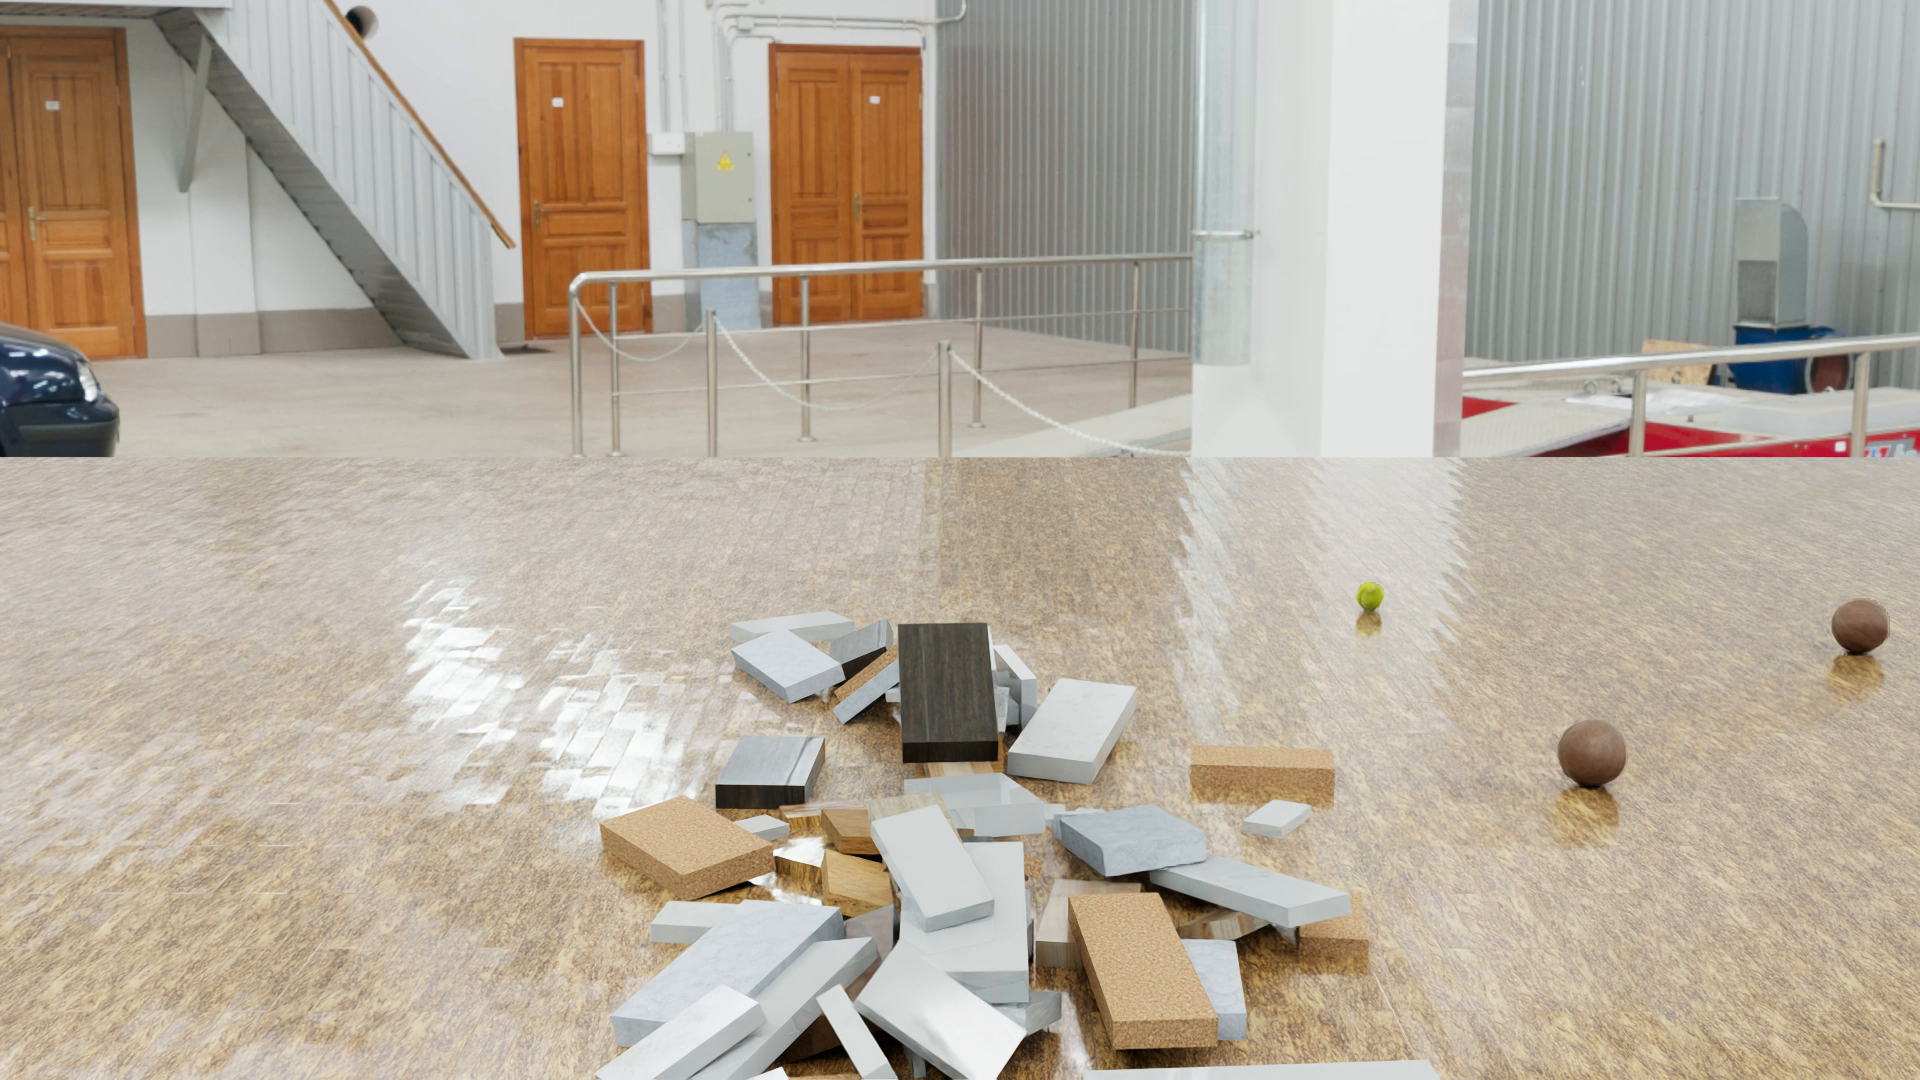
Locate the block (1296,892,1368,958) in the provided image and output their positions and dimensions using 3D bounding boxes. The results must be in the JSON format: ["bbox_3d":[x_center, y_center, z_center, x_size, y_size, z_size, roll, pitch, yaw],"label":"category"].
[{"bbox_3d":[0.588,0.608,3.489,0.105,0.030,0.211,1,11,7],"label":"block"}]

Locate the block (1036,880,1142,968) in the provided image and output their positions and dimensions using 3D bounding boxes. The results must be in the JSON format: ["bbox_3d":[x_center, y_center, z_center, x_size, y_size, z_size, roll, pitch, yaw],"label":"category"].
[{"bbox_3d":[0.206,0.605,3.476,0.142,0.040,0.283,2,11,8],"label":"block"}]

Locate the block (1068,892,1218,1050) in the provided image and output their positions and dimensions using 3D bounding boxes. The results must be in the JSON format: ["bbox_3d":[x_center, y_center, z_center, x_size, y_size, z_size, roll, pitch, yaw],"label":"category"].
[{"bbox_3d":[0.258,0.617,3.193,0.142,0.040,0.497,-1,11,-4],"label":"block"}]

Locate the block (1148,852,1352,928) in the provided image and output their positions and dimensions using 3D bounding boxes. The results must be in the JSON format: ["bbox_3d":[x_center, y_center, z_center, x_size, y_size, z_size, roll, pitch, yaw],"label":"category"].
[{"bbox_3d":[0.448,0.547,3.463,0.109,0.031,0.432,-8,4,-23],"label":"block"}]

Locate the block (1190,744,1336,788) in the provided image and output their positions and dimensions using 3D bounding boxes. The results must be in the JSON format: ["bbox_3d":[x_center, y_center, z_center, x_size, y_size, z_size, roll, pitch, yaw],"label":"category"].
[{"bbox_3d":[0.595,0.446,4.336,0.278,0.039,0.139,1,11,7],"label":"block"}]

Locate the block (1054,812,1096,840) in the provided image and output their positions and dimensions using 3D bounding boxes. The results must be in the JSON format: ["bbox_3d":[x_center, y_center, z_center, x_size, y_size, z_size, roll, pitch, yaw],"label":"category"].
[{"bbox_3d":[0.216,0.513,3.951,0.096,0.048,0.014,0,11,1],"label":"block"}]

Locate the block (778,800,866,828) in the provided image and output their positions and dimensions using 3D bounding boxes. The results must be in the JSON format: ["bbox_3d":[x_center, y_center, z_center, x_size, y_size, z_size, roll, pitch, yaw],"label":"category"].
[{"bbox_3d":[-0.253,0.506,4.062,0.150,0.021,0.075,-3,11,-17],"label":"block"}]

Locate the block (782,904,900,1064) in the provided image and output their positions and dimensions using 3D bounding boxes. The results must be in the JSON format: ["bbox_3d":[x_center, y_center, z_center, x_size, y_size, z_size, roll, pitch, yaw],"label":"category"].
[{"bbox_3d":[-0.168,0.631,3.159,0.171,0.049,0.343,-20,10,2],"label":"block"}]

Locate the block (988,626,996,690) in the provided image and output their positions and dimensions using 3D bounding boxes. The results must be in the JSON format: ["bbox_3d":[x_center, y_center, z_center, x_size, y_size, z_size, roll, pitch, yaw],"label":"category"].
[{"bbox_3d":[-0.005,0.236,4.388,0.143,0.040,0.285,-2,15,-1],"label":"block"}]

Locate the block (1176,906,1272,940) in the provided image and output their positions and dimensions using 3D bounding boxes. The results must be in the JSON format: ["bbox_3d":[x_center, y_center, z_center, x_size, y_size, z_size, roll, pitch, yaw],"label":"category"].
[{"bbox_3d":[0.448,0.590,3.454,0.109,0.031,0.218,-18,-5,41],"label":"block"}]

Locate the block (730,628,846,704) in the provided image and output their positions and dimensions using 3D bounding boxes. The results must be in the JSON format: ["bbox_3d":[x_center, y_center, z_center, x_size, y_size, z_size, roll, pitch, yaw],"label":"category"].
[{"bbox_3d":[-0.401,0.286,5.085,0.139,0.039,0.406,-23,18,-18],"label":"block"}]

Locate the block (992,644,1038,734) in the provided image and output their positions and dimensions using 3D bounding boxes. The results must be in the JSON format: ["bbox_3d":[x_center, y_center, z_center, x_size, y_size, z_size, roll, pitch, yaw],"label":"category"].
[{"bbox_3d":[0.115,0.314,4.651,0.034,0.119,0.238,-5,15,-13],"label":"block"}]

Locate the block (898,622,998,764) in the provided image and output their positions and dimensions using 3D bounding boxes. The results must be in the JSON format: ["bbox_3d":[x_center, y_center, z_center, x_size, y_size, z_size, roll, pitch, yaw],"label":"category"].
[{"bbox_3d":[-0.025,0.280,4.092,0.172,0.049,0.344,-1,36,-3],"label":"block"}]

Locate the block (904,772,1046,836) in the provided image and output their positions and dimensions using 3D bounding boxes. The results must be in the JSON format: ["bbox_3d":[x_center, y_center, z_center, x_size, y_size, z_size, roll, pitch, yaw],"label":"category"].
[{"bbox_3d":[0.019,0.437,3.631,0.172,0.049,0.387,-3,1,-9],"label":"block"}]

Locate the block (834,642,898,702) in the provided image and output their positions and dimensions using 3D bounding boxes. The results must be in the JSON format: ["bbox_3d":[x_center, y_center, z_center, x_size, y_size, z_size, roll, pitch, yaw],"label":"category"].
[{"bbox_3d":[-0.160,0.279,4.870,0.238,0.034,0.119,-38,-12,32],"label":"block"}]

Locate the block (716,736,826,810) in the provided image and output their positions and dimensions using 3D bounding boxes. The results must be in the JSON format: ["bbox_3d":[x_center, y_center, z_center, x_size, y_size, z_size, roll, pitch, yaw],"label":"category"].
[{"bbox_3d":[-0.366,0.451,4.286,0.168,0.048,0.337,1,11,3],"label":"block"}]

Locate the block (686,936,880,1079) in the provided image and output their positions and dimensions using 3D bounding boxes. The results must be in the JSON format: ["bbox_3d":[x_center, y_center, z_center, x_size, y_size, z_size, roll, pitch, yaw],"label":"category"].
[{"bbox_3d":[-0.253,0.652,2.990,0.105,0.030,0.395,-12,14,32],"label":"block"}]

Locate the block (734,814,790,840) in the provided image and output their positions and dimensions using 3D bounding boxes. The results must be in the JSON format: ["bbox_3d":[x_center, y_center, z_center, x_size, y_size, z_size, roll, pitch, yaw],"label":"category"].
[{"bbox_3d":[-0.390,0.527,3.951,0.150,0.021,0.075,-9,14,-39],"label":"block"}]

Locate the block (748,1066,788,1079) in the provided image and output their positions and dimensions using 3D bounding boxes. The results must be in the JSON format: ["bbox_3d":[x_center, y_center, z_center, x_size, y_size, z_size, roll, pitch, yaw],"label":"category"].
[{"bbox_3d":[-0.241,0.716,2.642,0.119,0.034,0.238,-17,15,-14],"label":"block"}]

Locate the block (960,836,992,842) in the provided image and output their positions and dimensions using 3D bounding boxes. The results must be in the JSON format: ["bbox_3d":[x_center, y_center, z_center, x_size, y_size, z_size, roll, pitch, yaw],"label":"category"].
[{"bbox_3d":[-0.011,0.487,3.336,0.112,0.032,0.225,1,-19,0],"label":"block"}]

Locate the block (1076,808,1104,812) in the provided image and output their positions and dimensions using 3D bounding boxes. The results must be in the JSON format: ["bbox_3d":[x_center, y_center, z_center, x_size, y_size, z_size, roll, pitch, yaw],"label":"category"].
[{"bbox_3d":[0.228,0.514,4.041,0.048,0.014,0.096,3,11,17],"label":"block"}]

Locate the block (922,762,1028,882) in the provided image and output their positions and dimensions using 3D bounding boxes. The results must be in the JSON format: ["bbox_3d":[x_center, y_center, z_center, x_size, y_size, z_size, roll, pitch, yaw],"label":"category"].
[{"bbox_3d":[0.016,0.459,3.864,0.113,0.032,0.514,-3,22,-9],"label":"block"}]

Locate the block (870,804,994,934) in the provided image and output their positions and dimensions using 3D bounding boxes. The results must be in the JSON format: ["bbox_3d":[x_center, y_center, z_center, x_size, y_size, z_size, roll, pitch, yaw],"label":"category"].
[{"bbox_3d":[-0.040,0.457,3.069,0.102,0.029,0.203,-12,38,-20],"label":"block"}]

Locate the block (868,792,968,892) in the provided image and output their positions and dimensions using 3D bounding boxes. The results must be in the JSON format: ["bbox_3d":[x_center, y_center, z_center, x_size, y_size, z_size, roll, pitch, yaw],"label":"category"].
[{"bbox_3d":[-0.060,0.436,3.192,0.108,0.031,0.216,-6,23,-12],"label":"block"}]

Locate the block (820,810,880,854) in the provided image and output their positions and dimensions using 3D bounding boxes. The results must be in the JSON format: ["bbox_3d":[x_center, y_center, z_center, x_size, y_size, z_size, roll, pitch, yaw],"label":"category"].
[{"bbox_3d":[-0.172,0.506,3.819,0.105,0.030,0.211,3,5,-13],"label":"block"}]

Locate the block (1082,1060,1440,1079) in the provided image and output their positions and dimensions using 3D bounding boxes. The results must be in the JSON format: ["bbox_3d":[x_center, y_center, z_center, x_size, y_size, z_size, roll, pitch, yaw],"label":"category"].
[{"bbox_3d":[0.393,0.727,2.798,0.459,0.049,0.171,-1,11,-4],"label":"block"}]

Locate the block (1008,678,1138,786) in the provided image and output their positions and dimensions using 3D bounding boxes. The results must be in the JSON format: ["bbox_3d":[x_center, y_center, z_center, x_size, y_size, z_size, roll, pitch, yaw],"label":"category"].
[{"bbox_3d":[0.235,0.387,4.505,0.168,0.048,0.458,6,16,14],"label":"block"}]

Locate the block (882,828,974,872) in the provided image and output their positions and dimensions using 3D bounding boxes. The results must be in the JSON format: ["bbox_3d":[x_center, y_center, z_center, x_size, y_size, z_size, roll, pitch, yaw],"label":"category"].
[{"bbox_3d":[-0.051,0.484,3.423,0.108,0.031,0.216,4,-20,-10],"label":"block"}]

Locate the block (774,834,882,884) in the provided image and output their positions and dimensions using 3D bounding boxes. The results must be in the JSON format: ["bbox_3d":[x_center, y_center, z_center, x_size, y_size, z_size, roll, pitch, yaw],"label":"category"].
[{"bbox_3d":[-0.213,0.546,3.826,0.105,0.030,0.211,8,13,36],"label":"block"}]

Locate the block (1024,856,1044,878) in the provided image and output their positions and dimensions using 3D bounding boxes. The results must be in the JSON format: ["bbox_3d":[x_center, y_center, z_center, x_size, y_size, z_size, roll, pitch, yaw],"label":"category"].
[{"bbox_3d":[0.038,0.500,3.537,0.102,0.029,0.203,23,-9,-27],"label":"block"}]

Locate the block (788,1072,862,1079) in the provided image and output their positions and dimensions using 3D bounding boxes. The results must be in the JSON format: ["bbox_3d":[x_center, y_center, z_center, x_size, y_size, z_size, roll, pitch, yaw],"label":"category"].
[{"bbox_3d":[-0.160,0.732,2.716,0.119,0.034,0.239,-1,13,-14],"label":"block"}]
